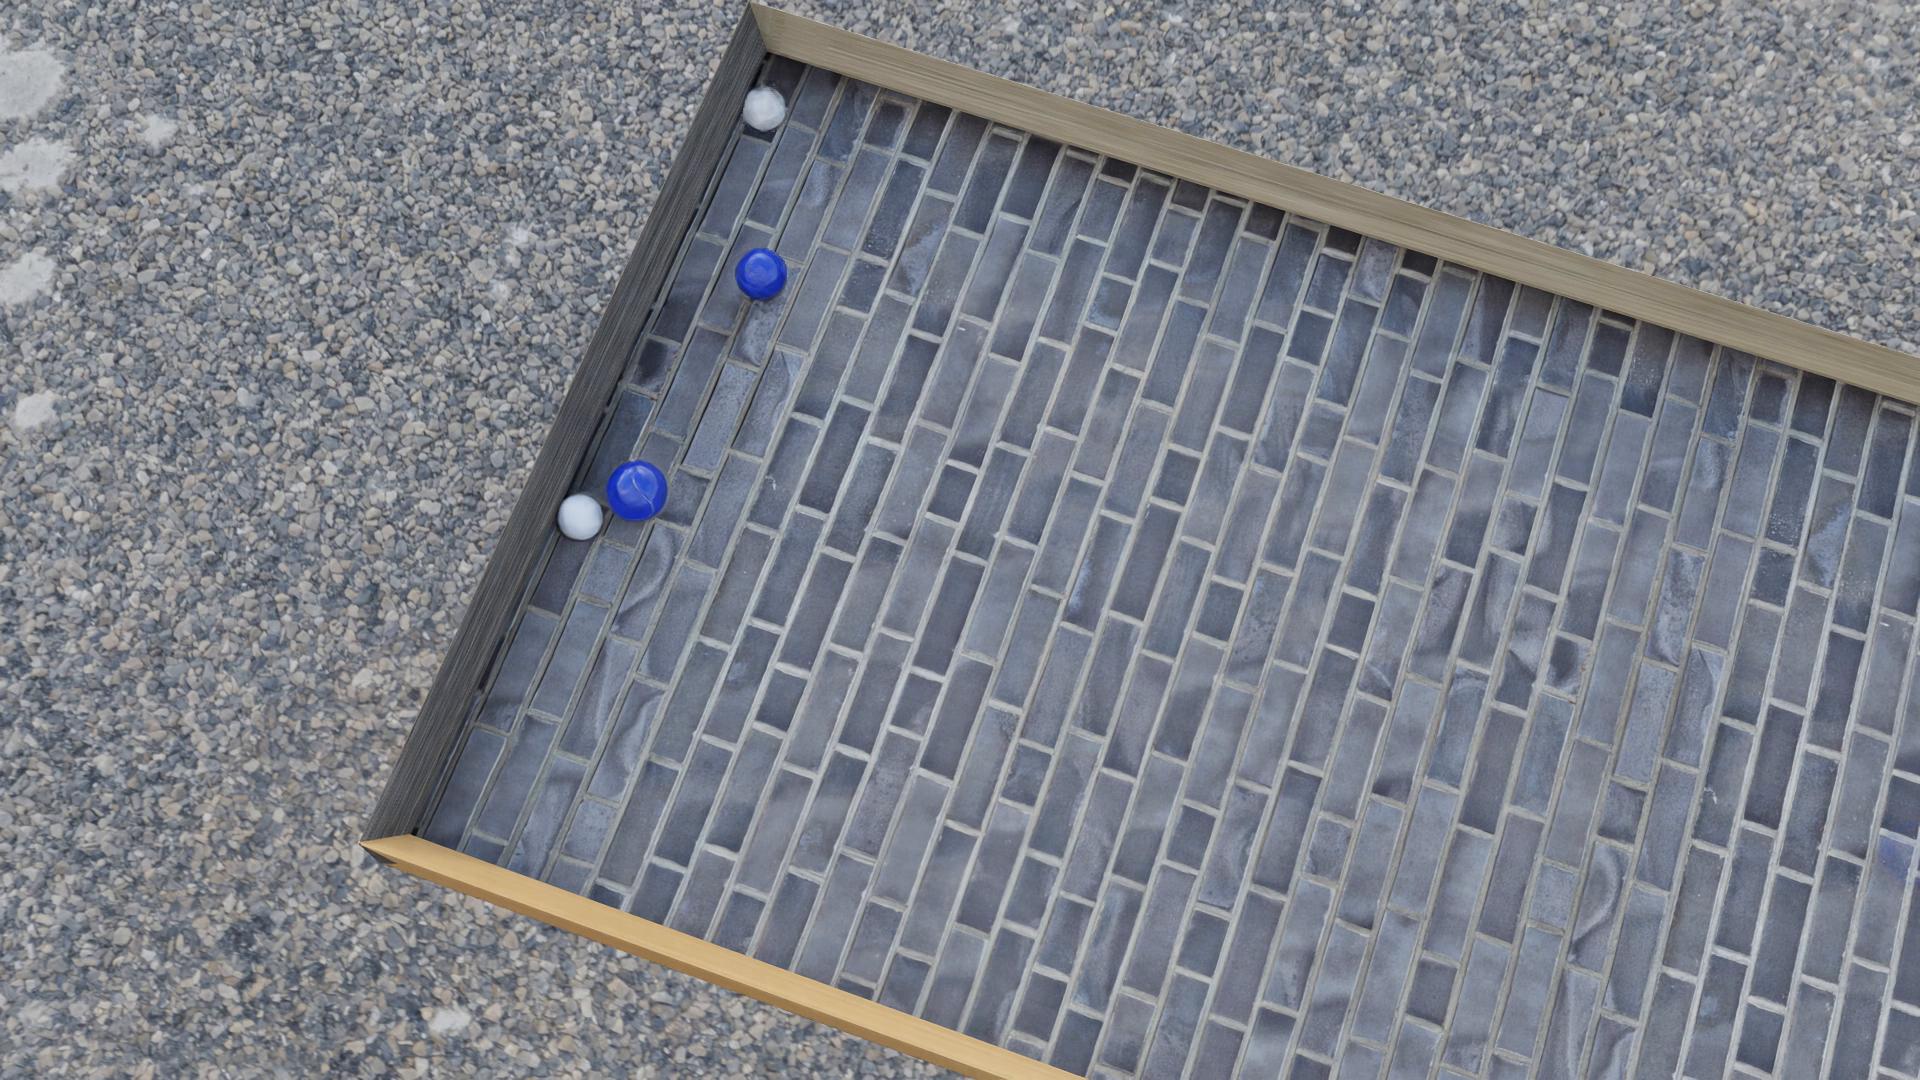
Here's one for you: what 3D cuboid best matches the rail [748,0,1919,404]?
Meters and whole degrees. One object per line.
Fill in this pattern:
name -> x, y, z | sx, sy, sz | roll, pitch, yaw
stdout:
rail -> 0.868, -0.461, 3.613 | 2.621, 0.125, 0.045 | 18, 70, 7

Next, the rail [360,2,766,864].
rail -> -0.595, -0.207, 3.515 | 0.045, 0.125, 1.543 | 18, 70, 7

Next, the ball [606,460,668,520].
ball -> -0.511, -0.078, 3.482 | 0.096, 0.096, 0.096 | 0, 69, 0

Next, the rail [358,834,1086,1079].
rail -> 0.366, 0.853, 3.107 | 2.621, 0.125, 0.045 | 18, 70, 7

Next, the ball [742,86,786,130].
ball -> -0.334, -0.735, 3.747 | 0.075, 0.075, 0.075 | 0, 69, 0

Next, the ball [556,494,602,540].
ball -> -0.602, -0.036, 3.478 | 0.072, 0.072, 0.072 | 0, 69, 0

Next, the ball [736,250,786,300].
ball -> -0.329, -0.438, 3.628 | 0.083, 0.083, 0.083 | 0, 69, 0
